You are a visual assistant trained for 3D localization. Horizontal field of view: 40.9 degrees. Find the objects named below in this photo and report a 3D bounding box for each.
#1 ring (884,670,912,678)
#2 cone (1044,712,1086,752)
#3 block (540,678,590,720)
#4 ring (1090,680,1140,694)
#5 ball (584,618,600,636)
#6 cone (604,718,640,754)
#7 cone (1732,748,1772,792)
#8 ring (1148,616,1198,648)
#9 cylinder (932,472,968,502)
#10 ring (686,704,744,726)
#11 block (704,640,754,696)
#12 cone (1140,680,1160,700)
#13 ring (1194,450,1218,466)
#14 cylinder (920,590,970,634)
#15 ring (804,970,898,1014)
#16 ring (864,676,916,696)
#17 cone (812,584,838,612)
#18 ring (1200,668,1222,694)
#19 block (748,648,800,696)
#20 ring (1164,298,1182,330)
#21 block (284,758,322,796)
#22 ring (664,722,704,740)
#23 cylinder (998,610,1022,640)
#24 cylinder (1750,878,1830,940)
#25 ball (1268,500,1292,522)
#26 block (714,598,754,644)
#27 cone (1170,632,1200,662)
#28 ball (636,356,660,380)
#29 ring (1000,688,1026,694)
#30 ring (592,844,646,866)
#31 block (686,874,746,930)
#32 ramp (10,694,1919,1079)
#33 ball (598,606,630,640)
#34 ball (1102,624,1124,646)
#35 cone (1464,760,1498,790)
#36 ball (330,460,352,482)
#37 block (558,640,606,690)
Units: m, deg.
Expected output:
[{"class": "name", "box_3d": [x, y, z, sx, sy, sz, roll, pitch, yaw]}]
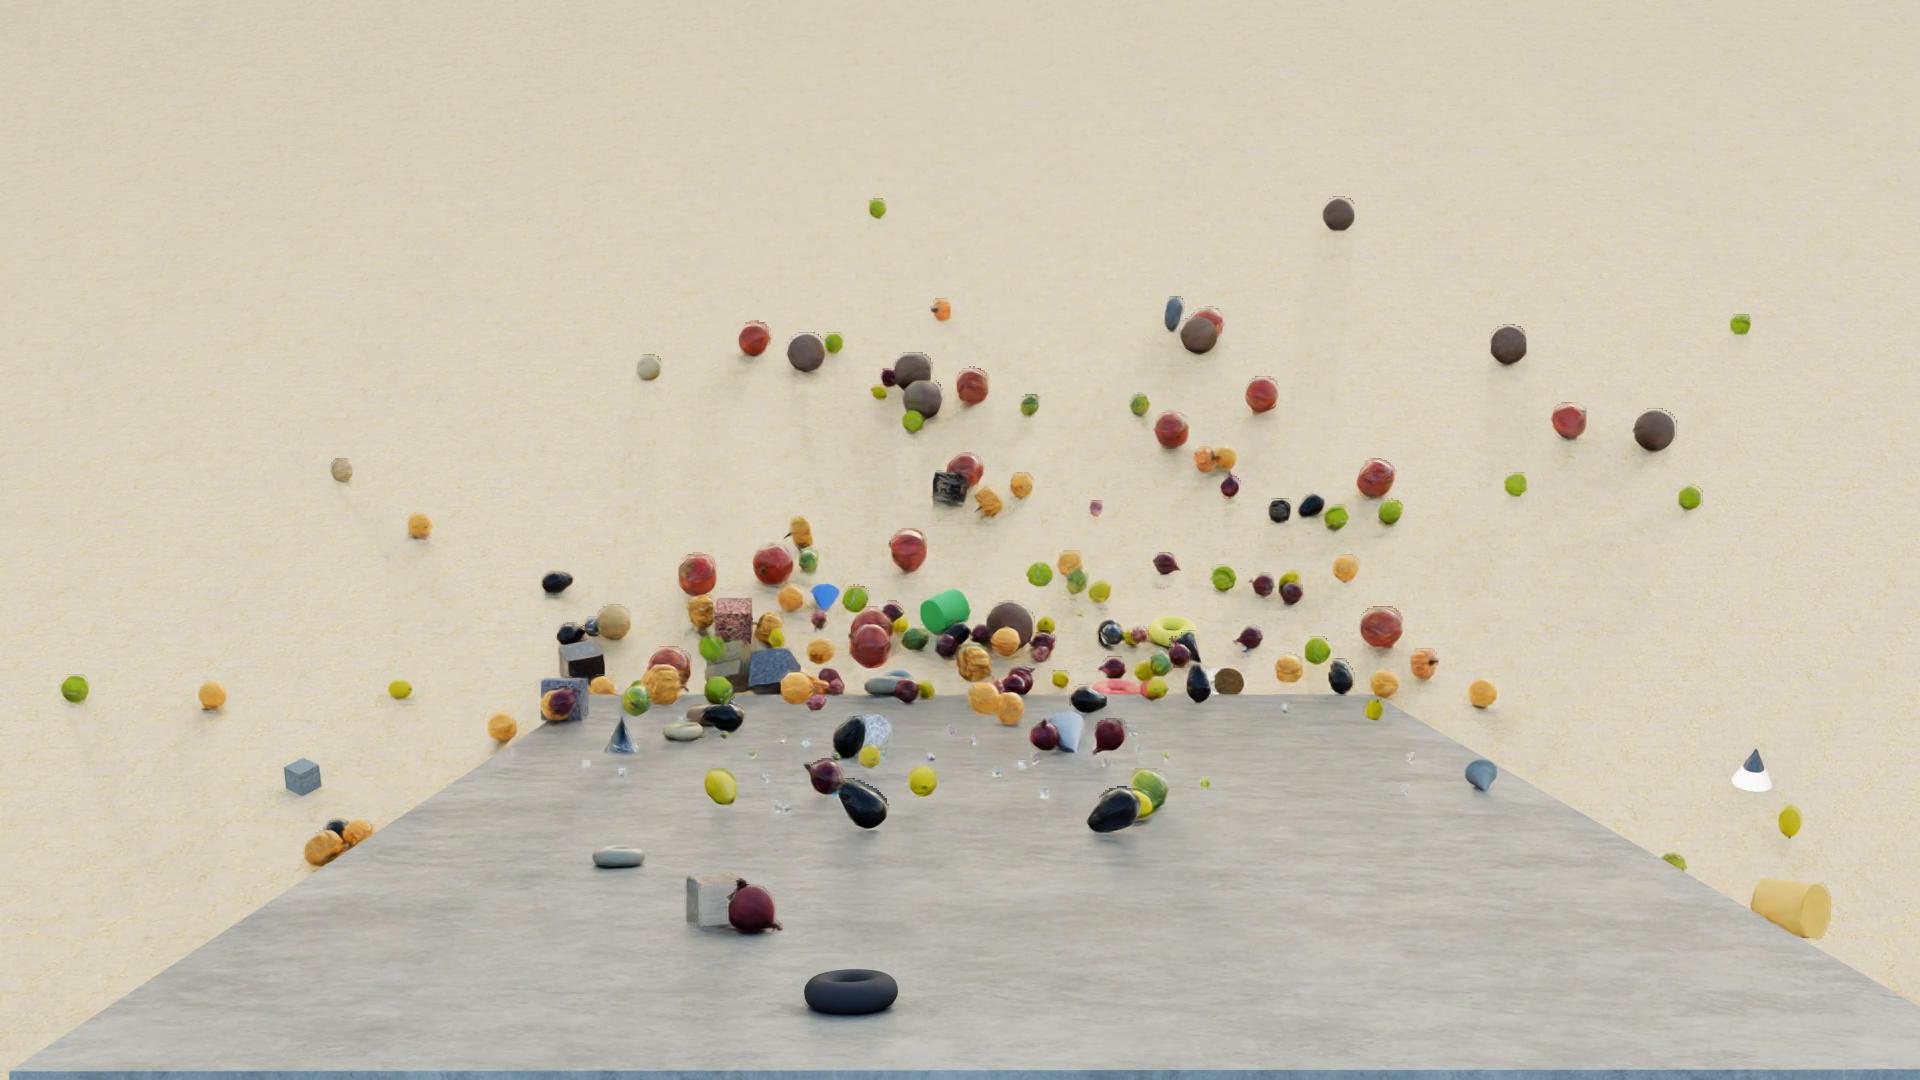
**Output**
[{"class": "ring", "box_3d": [-0.164, 0.370, 6.791, 0.079, 0.026, 0.079, -1, 24, 1]}, {"class": "cone", "box_3d": [0.227, 0.414, 5.312, 0.089, 0.089, 0.089, -5, 30, -12]}, {"class": "block", "box_3d": [-0.914, 0.368, 5.965, 0.091, 0.091, 0.091, 0, 2, 5]}, {"class": "ring", "box_3d": [0.406, 0.398, 6.691, 0.135, 0.045, 0.135, 2, 16, -1]}, {"class": "ball", "box_3d": [-1.002, 0.240, 7.047, 0.050, 0.050, 0.050, 0, 25, 0]}, {"class": "cone", "box_3d": [-0.695, 0.399, 5.301, 0.072, 0.072, 0.072, 0, 2, 0]}, {"class": "cone", "box_3d": [1.946, 0.551, 6.313, 0.095, 0.095, 0.095, 0, 25, 0]}, {"class": "ring", "box_3d": [0.579, 0.250, 7.031, 0.137, 0.046, 0.137, -1, 25, 0]}, {"class": "cylinder", "box_3d": [-0.030, -0.161, 7.871, 0.090, 0.090, 0.090, 4, 25, 12]}, {"class": "ring", "box_3d": [-0.554, 0.396, 5.835, 0.131, 0.044, 0.131, 1, 0, 0]}, {"class": "block", "box_3d": [-0.594, 0.332, 6.709, 0.099, 0.099, 0.099, -11, 58, 20]}, {"class": "cone", "box_3d": [0.478, 0.386, 6.431, 0.052, 0.052, 0.052, -3, 36, -7]}, {"class": "ring", "box_3d": [0.781, -0.261, 8.169, 0.080, 0.027, 0.080, 0, 26, 0]}, {"class": "cylinder", "box_3d": [-0.042, 0.197, 7.084, 0.098, 0.098, 0.098, -22, 33, -40]}, {"class": "ring", "box_3d": [-0.120, 0.498, 2.844, 0.104, 0.035, 0.104, -1, 2, 0]}, {"class": "ring", "box_3d": [-0.179, 0.373, 6.584, 0.132, 0.044, 0.132, -1, -2, 0]}, {"class": "cone", "box_3d": [-0.379, 0.177, 7.202, 0.078, 0.078, 0.078, 0, 51, 1]}, {"class": "ring", "box_3d": [0.687, 0.372, 6.773, 0.114, 0.038, 0.114, 1, 25, -1]}, {"class": "block", "box_3d": [-0.480, 0.351, 6.673, 0.100, 0.100, 0.100, -8, 57, 15]}, {"class": "ring", "box_3d": [0.766, -0.812, 9.259, 0.040, 0.120, 0.120, 9, 26, 17]}, {"class": "block", "box_3d": [-1.606, 0.578, 6.294, 0.060, 0.060, 0.060, 18, 30, 34]}, {"class": "ring", "box_3d": [-0.594, 0.411, 5.537, 0.089, 0.030, 0.089, 0, 8, 0]}, {"class": "cylinder", "box_3d": [0.136, 0.234, 7.040, 0.062, 0.062, 0.062, 0, 22, 0]}, {"class": "cylinder", "box_3d": [1.322, 0.586, 4.103, 0.087, 0.087, 0.087, -22, 16, -39]}, {"class": "ball", "box_3d": [0.960, -0.087, 7.736, 0.070, 0.070, 0.070, 0, 25, 0]}, {"class": "block", "box_3d": [-0.617, 0.222, 7.031, 0.096, 0.096, 0.096, 0, 25, 0]}, {"class": "cone", "box_3d": [0.623, 0.303, 6.924, 0.081, 0.081, 0.081, -20, 58, -36]}, {"class": "ball", "box_3d": [-1.066, -0.586, 8.809, 0.085, 0.085, 0.085, 0, 25, 0]}, {"class": "ring", "box_3d": [0.137, 0.409, 6.707, 0.076, 0.025, 0.076, 1, 25, -1]}, {"class": "ring", "box_3d": [-0.508, 0.470, 3.835, 0.079, 0.026, 0.079, 0, 0, 0]}, {"class": "block", "box_3d": [-0.316, 0.469, 3.340, 0.061, 0.061, 0.061, -1, 2, -26]}, {"class": "ramp", "box_3d": [0.056, 0.509, 4.552, 2.000, 0.100, 4.000, 0, 2, 0]}, {"class": "ball", "box_3d": [-0.942, 0.227, 7.013, 0.091, 0.091, 0.091, 0, 25, 0]}, {"class": "ball", "box_3d": [0.411, 0.256, 6.956, 0.060, 0.060, 0.060, 0, 25, 0]}, {"class": "cone", "box_3d": [0.953, 0.441, 4.695, 0.059, 0.059, 0.059, 1, 29, 3]}, {"class": "ball", "box_3d": [-1.924, -0.215, 8.020, 0.066, 0.066, 0.066, 0, 25, 0]}, {"class": "block", "box_3d": [-0.996, 0.334, 6.785, 0.096, 0.096, 0.096, -11, 27, -22]}]
